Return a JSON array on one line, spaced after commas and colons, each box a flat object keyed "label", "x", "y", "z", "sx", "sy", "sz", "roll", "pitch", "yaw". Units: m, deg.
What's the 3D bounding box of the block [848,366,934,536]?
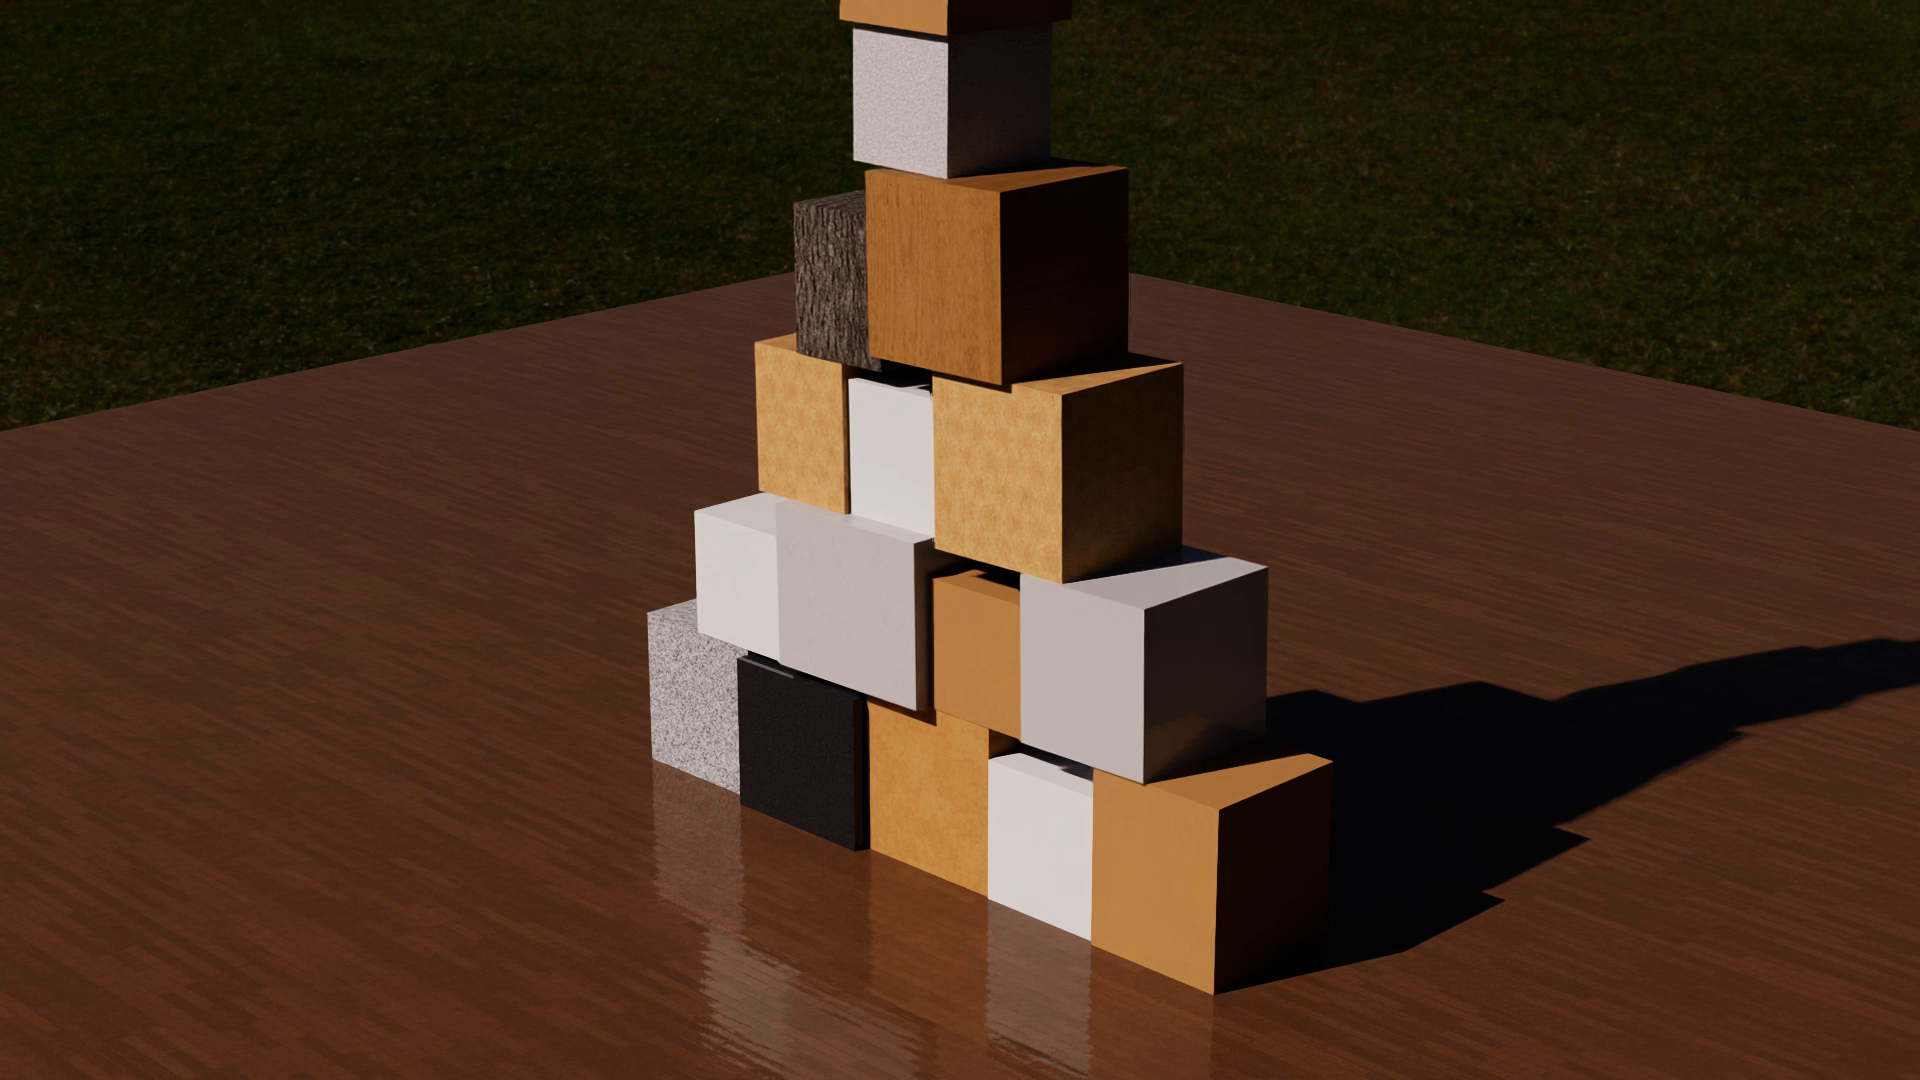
[{"label": "block", "x": -0.066, "y": -0.427, "z": 13.288, "sx": 0.619, "sy": 0.631, "sz": 0.606, "roll": -17, "pitch": 23, "yaw": -42}]

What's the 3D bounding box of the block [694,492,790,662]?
[{"label": "block", "x": -0.803, "y": 0.158, "z": 14.218, "sx": 0.657, "sy": 0.618, "sz": 0.695, "roll": -17, "pitch": 24, "yaw": -42}]

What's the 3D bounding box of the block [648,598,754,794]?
[{"label": "block", "x": -1.043, "y": 0.740, "z": 14.692, "sx": 0.693, "sy": 0.777, "sz": 0.761, "roll": -17, "pitch": 24, "yaw": -42}]

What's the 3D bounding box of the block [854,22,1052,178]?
[{"label": "block", "x": -0.033, "y": -1.954, "z": 12.748, "sx": 0.635, "sy": 0.612, "sz": 0.581, "roll": -17, "pitch": 25, "yaw": -42}]

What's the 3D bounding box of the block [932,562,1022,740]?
[{"label": "block", "x": 0.318, "y": 0.453, "z": 13.140, "sx": 0.671, "sy": 0.617, "sz": 0.593, "roll": -17, "pitch": 24, "yaw": -42}]

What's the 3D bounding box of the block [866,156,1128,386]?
[{"label": "block", "x": 0.165, "y": -1.206, "z": 12.766, "sx": 0.797, "sy": 0.819, "sz": 0.812, "roll": -17, "pitch": 23, "yaw": -42}]

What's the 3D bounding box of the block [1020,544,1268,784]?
[{"label": "block", "x": 0.797, "y": 0.499, "z": 12.685, "sx": 0.805, "sy": 0.768, "sz": 0.709, "roll": -17, "pitch": 23, "yaw": -42}]

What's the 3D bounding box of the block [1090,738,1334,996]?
[{"label": "block", "x": 1.083, "y": 1.353, "z": 12.643, "sx": 0.756, "sy": 0.838, "sz": 0.697, "roll": -17, "pitch": 24, "yaw": -42}]

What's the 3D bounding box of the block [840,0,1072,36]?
[{"label": "block", "x": -0.015, "y": -2.590, "z": 12.555, "sx": 0.758, "sy": 0.717, "sz": 0.659, "roll": -17, "pitch": 25, "yaw": -42}]

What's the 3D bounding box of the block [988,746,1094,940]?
[{"label": "block", "x": 0.610, "y": 1.286, "z": 13.134, "sx": 0.728, "sy": 0.670, "sz": 0.643, "roll": -17, "pitch": 24, "yaw": -42}]

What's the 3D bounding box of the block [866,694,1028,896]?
[{"label": "block", "x": 0.096, "y": 1.062, "z": 13.600, "sx": 0.700, "sy": 0.820, "sz": 0.789, "roll": -17, "pitch": 24, "yaw": -42}]

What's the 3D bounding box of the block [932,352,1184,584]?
[{"label": "block", "x": 0.430, "y": -0.364, "z": 12.806, "sx": 0.775, "sy": 0.824, "sz": 0.766, "roll": -17, "pitch": 23, "yaw": -42}]

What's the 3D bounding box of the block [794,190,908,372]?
[{"label": "block", "x": -0.313, "y": -1.198, "z": 13.281, "sx": 0.557, "sy": 0.691, "sz": 0.667, "roll": 16, "pitch": 23, "yaw": 43}]

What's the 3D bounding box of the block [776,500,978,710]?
[{"label": "block", "x": -0.231, "y": 0.211, "z": 13.630, "sx": 0.831, "sy": 0.786, "sz": 0.919, "roll": -17, "pitch": 23, "yaw": -42}]

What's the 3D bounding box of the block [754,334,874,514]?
[{"label": "block", "x": -0.503, "y": -0.585, "z": 13.683, "sx": 0.662, "sy": 0.712, "sz": 0.591, "roll": -17, "pitch": 23, "yaw": -42}]

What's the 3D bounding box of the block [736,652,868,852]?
[{"label": "block", "x": -0.493, "y": 0.926, "z": 14.143, "sx": 0.811, "sy": 0.754, "sz": 0.816, "roll": -17, "pitch": 24, "yaw": -42}]
